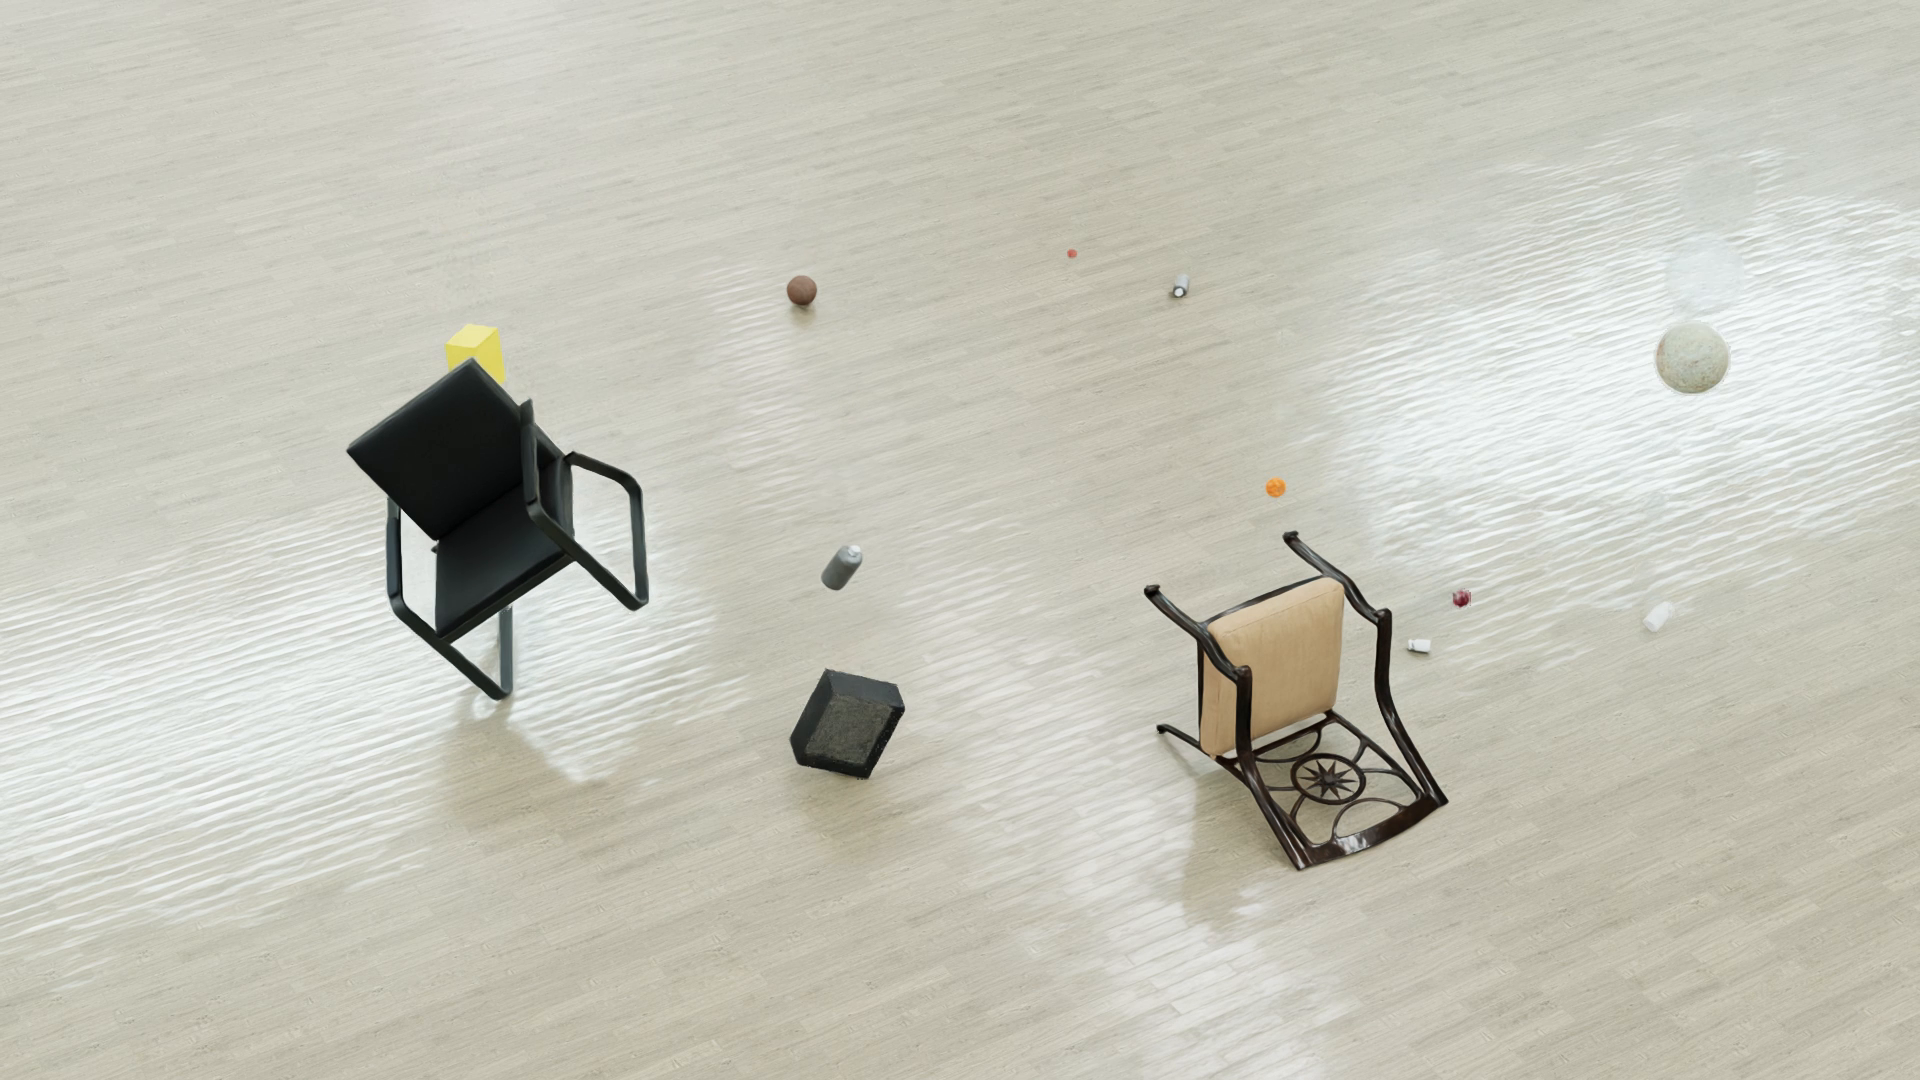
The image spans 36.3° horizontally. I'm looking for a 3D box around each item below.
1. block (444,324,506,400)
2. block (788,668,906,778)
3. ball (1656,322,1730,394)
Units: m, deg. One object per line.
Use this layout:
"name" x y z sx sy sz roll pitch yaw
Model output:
"block" -1.688 -0.621 10.216 0.121 0.202 0.157 9 34 21
"block" -0.373 0.607 9.668 0.264 0.302 0.133 14 29 -26
"ball" 2.527 -0.628 10.122 0.249 0.249 0.249 0 33 0
